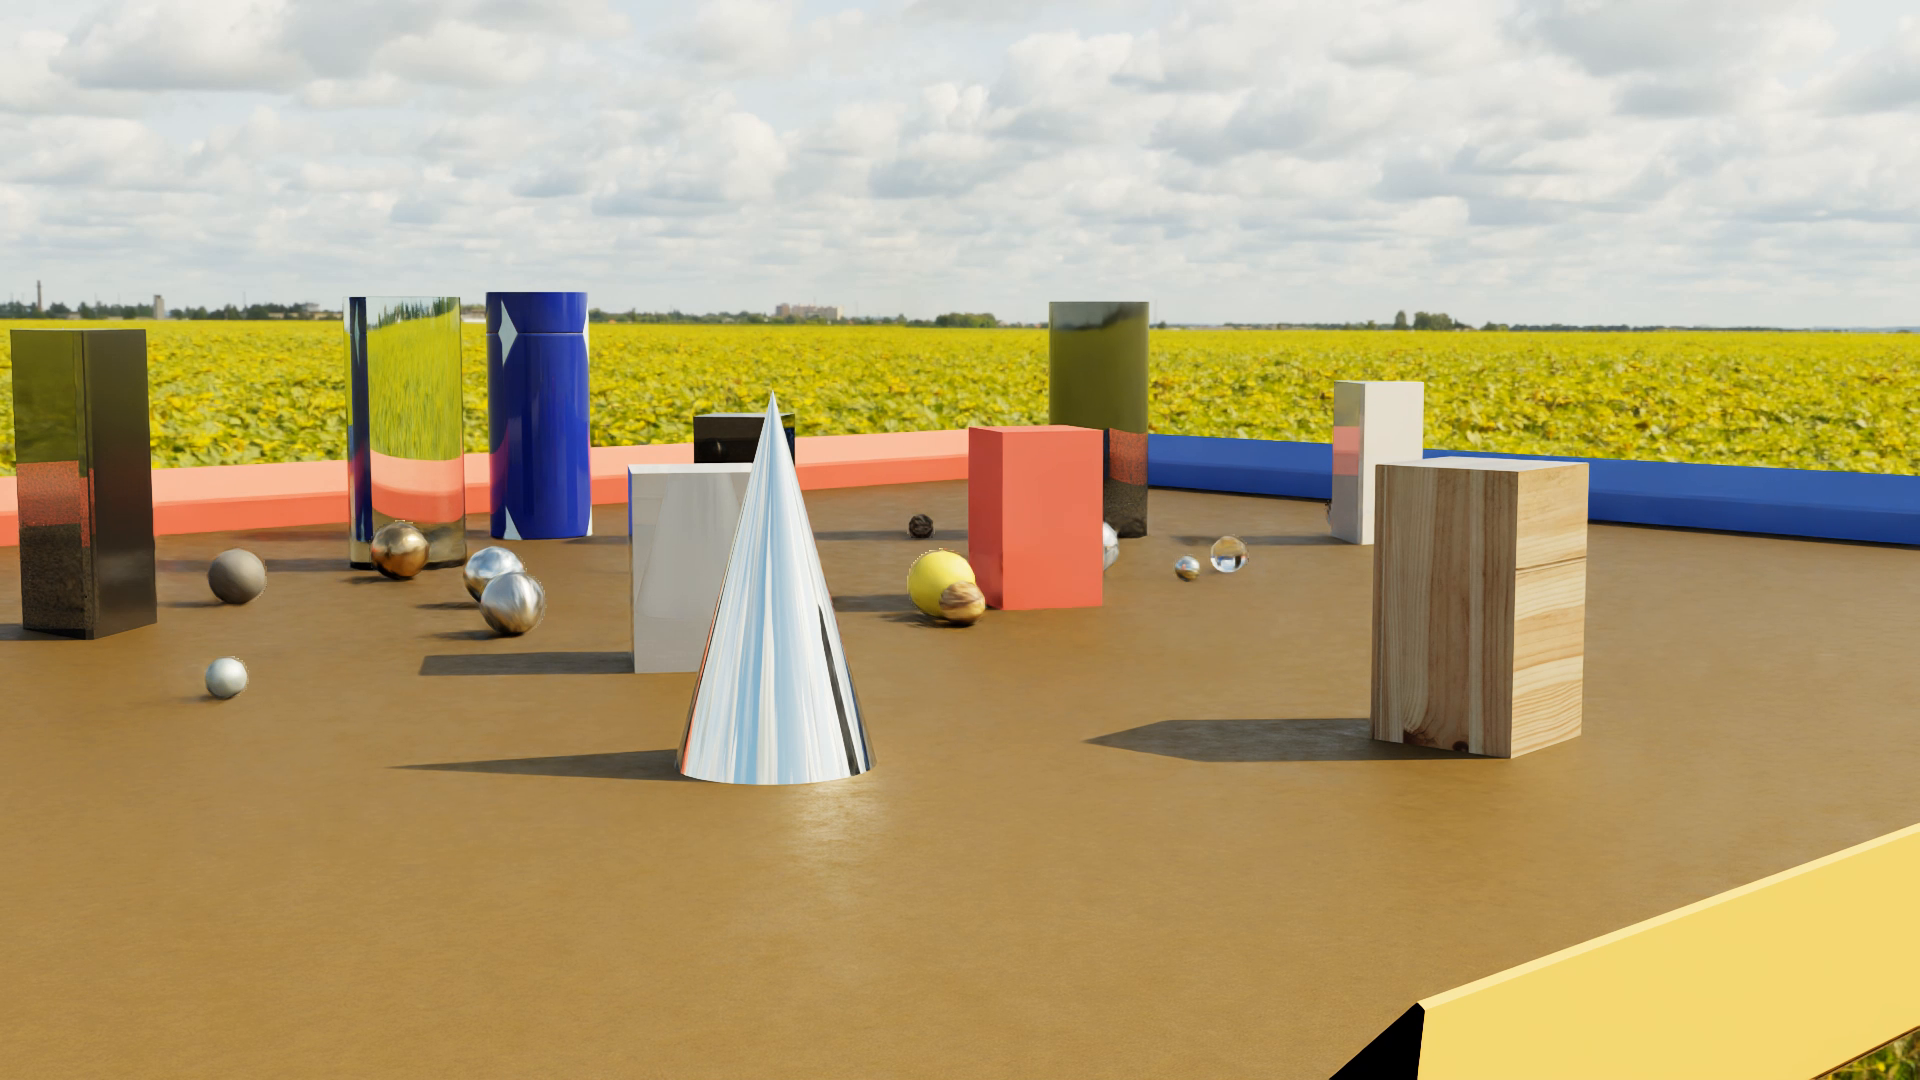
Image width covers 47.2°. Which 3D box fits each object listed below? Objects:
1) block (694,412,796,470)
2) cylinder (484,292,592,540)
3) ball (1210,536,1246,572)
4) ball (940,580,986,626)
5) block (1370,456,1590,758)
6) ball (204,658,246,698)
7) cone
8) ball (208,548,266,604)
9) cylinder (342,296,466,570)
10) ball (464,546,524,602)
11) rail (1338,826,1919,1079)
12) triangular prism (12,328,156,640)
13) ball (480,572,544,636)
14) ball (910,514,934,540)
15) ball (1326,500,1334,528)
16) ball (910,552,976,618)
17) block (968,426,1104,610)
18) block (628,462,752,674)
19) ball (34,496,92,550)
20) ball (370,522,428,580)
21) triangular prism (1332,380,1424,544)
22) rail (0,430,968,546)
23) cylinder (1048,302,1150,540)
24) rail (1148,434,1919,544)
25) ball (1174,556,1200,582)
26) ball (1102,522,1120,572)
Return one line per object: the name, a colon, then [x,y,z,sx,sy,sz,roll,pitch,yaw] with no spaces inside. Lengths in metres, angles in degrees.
block: [-0.419,-0.122,4.292,0.160,0.244,0.160,1,6,10]
cylinder: [-0.837,-0.250,4.371,0.200,0.482,0.200,0,6,0]
ball: [0.458,0.025,3.753,0.062,0.062,0.062,0,6,0]
ball: [0.004,0.090,3.123,0.064,0.064,0.064,0,6,0]
block: [0.541,0.064,2.293,0.160,0.287,0.160,5,8,40]
ball: [-0.848,0.159,2.539,0.047,0.047,0.047,0,6,0]
cone: [-0.182,0.037,2.155,0.200,0.369,0.200,0,6,0]
ball: [-1.102,0.056,3.351,0.084,0.084,0.084,0,6,0]
cylinder: [-0.973,-0.190,3.855,0.200,0.469,0.200,0,6,0]
ball: [-0.705,0.055,3.327,0.091,0.091,0.091,0,6,0]
rail: [1.246,0.174,1.988,3.891,0.130,0.045,-5,8,-42]
triangular prism: [-1.202,-0.084,3.078,0.173,0.419,0.150,5,8,39]
ball: [-0.617,0.088,3.033,0.087,0.087,0.087,0,6,0]
ball: [-0.076,-0.026,4.308,0.048,0.048,0.048,0,6,0]
ball: [0.773,-0.051,4.428,0.074,0.074,0.074,0,6,0]
ball: [-0.026,0.065,3.204,0.097,0.097,0.097,0,6,0]
block: [0.114,-0.038,3.370,0.160,0.266,0.160,-2,6,-18]
block: [-0.337,0.032,2.791,0.160,0.247,0.160,-1,6,-10]
ball: [-1.675,-0.031,4.108,0.100,0.100,0.100,0,6,0]
ball: [-0.932,0.019,3.656,0.095,0.095,0.095,0,6,0]
triangular prism: [0.788,-0.156,4.303,0.173,0.308,0.150,-5,7,-37]
rail: [-1.246,-0.106,4.675,3.891,0.130,0.045,-5,8,-42]
cylinder: [0.276,-0.242,4.381,0.200,0.463,0.200,0,6,0]
rail: [1.412,-0.101,4.628,0.045,0.130,3.723,-5,8,-42]
ball: [0.376,0.048,3.635,0.041,0.041,0.041,0,6,0]
ball: [0.224,0.011,3.734,0.094,0.094,0.094,0,6,0]
